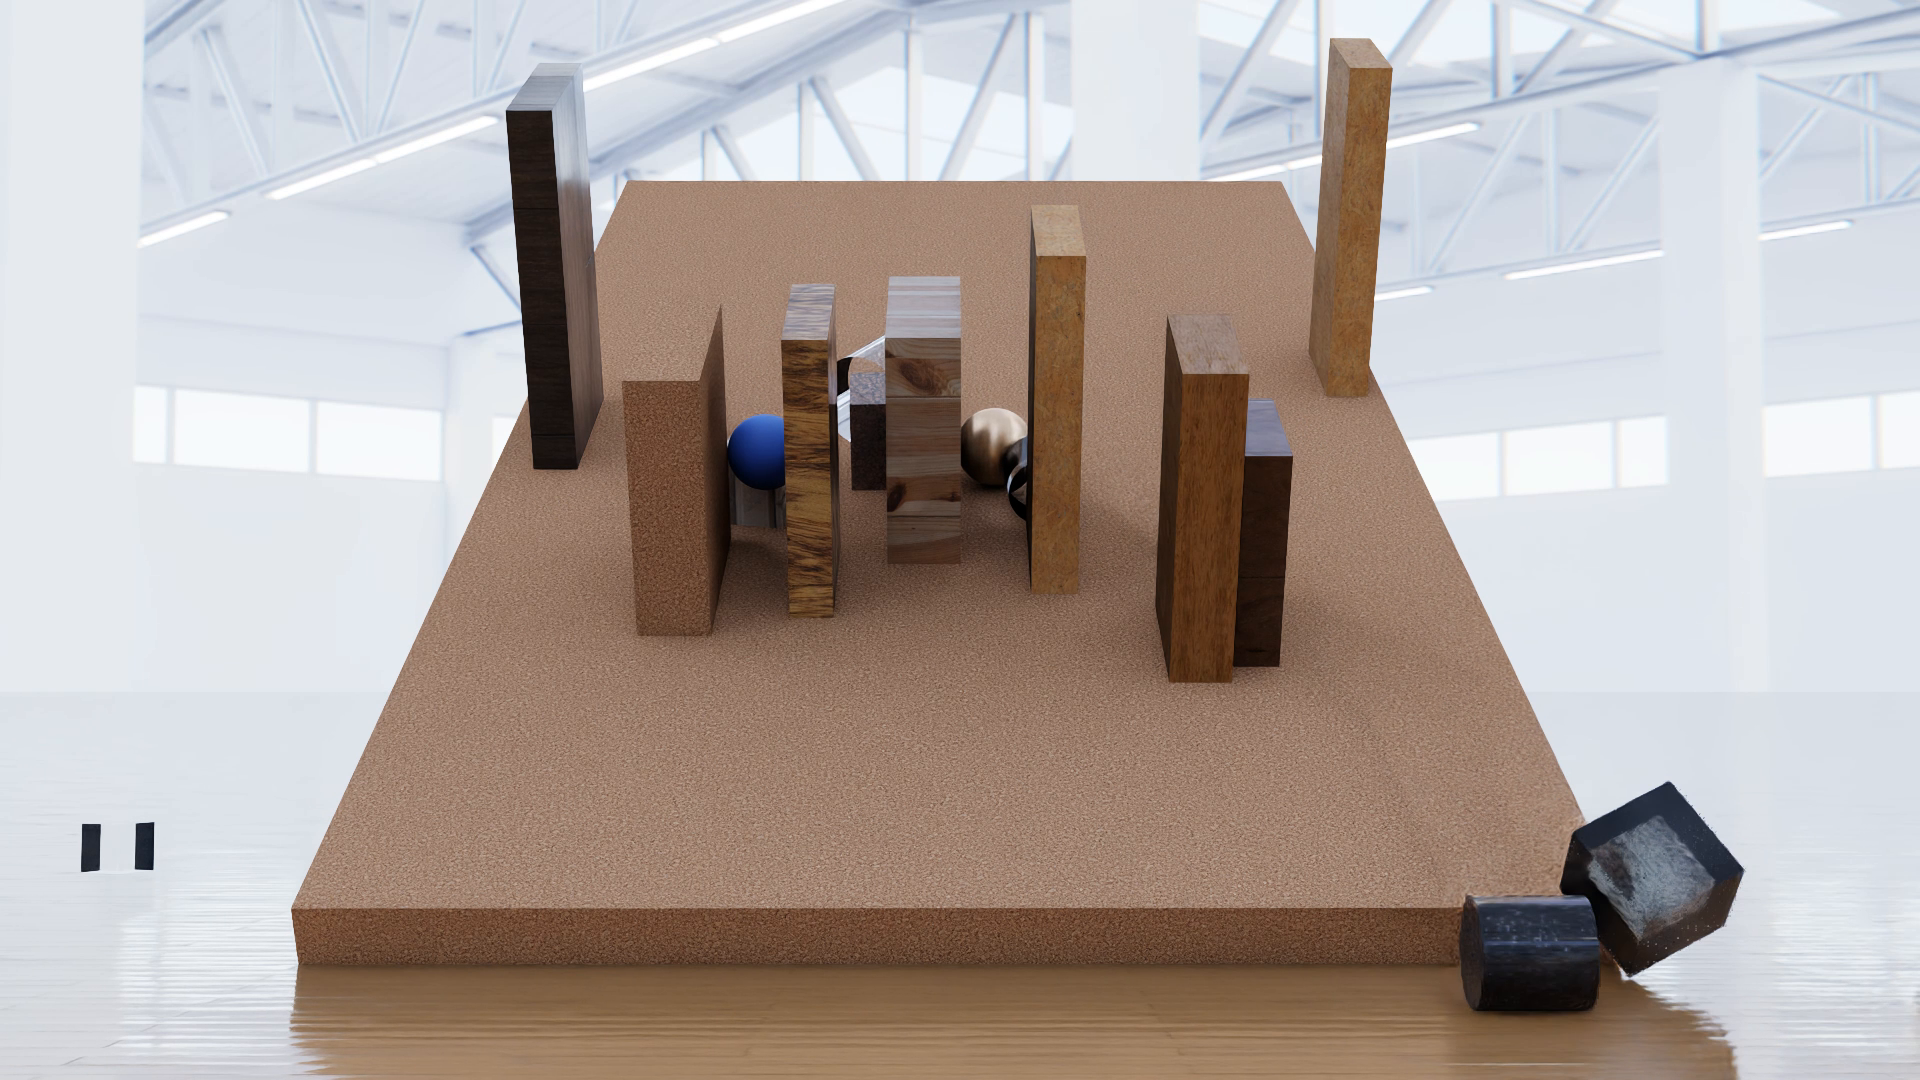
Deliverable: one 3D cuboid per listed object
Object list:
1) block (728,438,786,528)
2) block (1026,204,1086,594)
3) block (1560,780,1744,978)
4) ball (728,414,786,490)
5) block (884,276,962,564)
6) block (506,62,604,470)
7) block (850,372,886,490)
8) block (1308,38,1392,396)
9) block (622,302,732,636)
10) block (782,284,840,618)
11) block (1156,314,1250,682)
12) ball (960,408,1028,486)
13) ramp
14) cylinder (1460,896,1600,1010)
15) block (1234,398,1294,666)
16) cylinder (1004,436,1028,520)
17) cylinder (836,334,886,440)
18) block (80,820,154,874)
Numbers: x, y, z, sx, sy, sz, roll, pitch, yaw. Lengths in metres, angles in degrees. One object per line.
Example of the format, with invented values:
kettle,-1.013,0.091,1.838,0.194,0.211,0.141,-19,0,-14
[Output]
block,-0.417,-0.122,4.799,0.142,0.142,0.142,5,25,10
block,0.181,-0.271,4.484,0.090,0.676,0.324,0,24,0
block,0.993,0.489,3.359,0.168,0.168,0.168,-25,-35,-12
ball,-0.386,-0.174,4.625,0.151,0.151,0.151,0,-4,0
block,-0.071,-0.244,4.672,0.144,0.472,0.373,0,24,0
block,-0.874,-0.598,5.067,0.094,0.786,0.425,0,24,0
block,-0.136,-0.235,4.986,0.194,0.194,0.194,-1,24,-1
block,0.904,-0.750,5.430,0.094,0.772,0.304,0,24,0
block,-0.528,-0.142,4.405,0.136,0.502,0.439,0,24,0
block,-0.279,-0.171,4.410,0.082,0.552,0.318,0,24,0
block,0.428,-0.076,4.167,0.112,0.584,0.310,0,24,0
ball,0.074,-0.197,4.939,0.165,0.165,0.165,0,-4,0
ramp,-0.008,-0.229,5.330,2.000,0.100,4.000,0,24,0
cylinder,0.739,0.537,3.031,0.147,0.147,0.147,0,-4,1
block,0.534,-0.016,4.245,0.082,0.410,0.279,0,24,0
cylinder,0.166,-0.125,4.808,0.143,0.143,0.143,0,24,-4
cylinder,-0.165,-0.340,5.201,0.210,0.210,0.210,-2,20,32
block,-1.909,0.696,5.286,0.110,0.110,0.110,-2,-4,23
